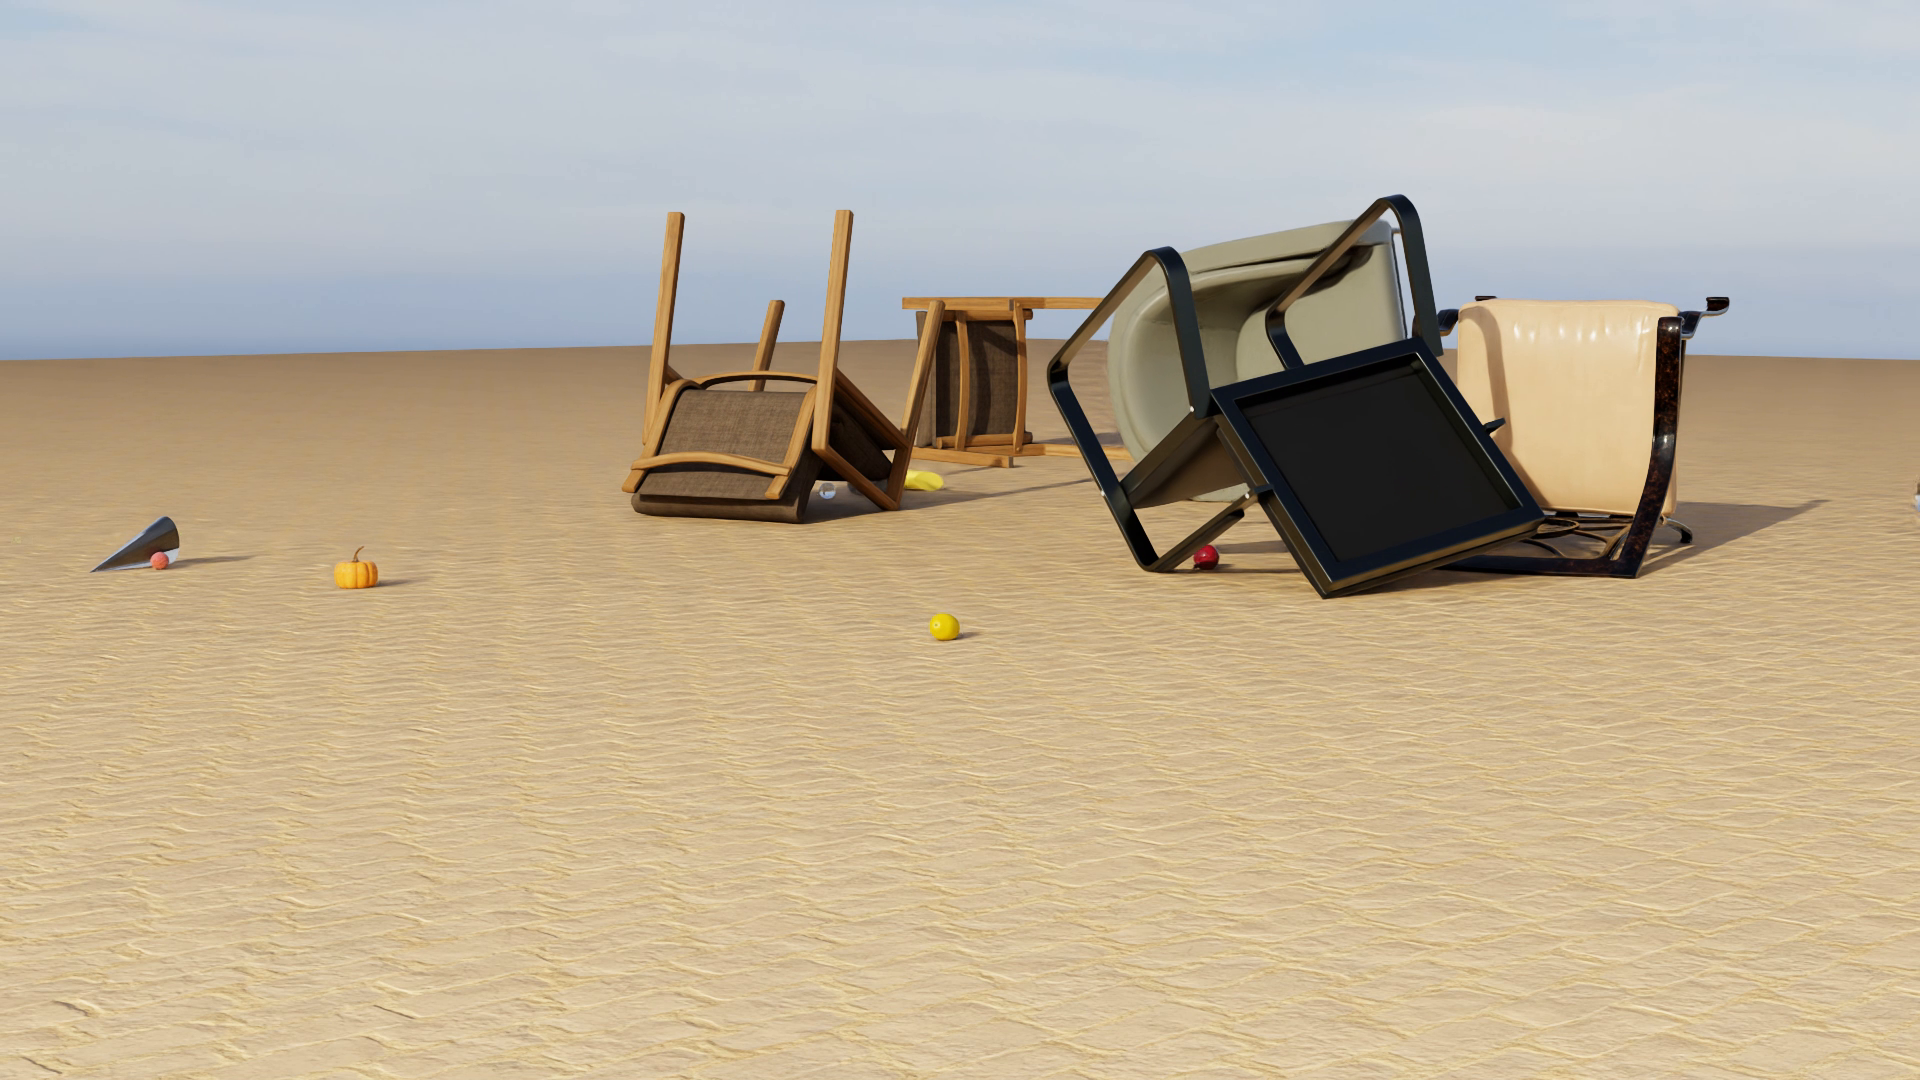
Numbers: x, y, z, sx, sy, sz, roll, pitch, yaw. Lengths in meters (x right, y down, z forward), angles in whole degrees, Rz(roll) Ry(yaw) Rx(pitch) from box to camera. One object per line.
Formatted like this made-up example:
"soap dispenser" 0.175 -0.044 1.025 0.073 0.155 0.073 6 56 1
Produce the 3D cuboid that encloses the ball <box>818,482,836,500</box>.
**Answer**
"ball" -0.392 -0.146 7.581 0.050 0.050 0.050 0 6 0

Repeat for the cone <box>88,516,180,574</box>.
"cone" -1.871 0.037 5.767 0.202 0.092 0.152 -29 -17 -42

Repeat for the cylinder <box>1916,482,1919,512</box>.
"cylinder" 2.640 -0.100 6.627 0.252 0.152 0.232 0 14 -1
